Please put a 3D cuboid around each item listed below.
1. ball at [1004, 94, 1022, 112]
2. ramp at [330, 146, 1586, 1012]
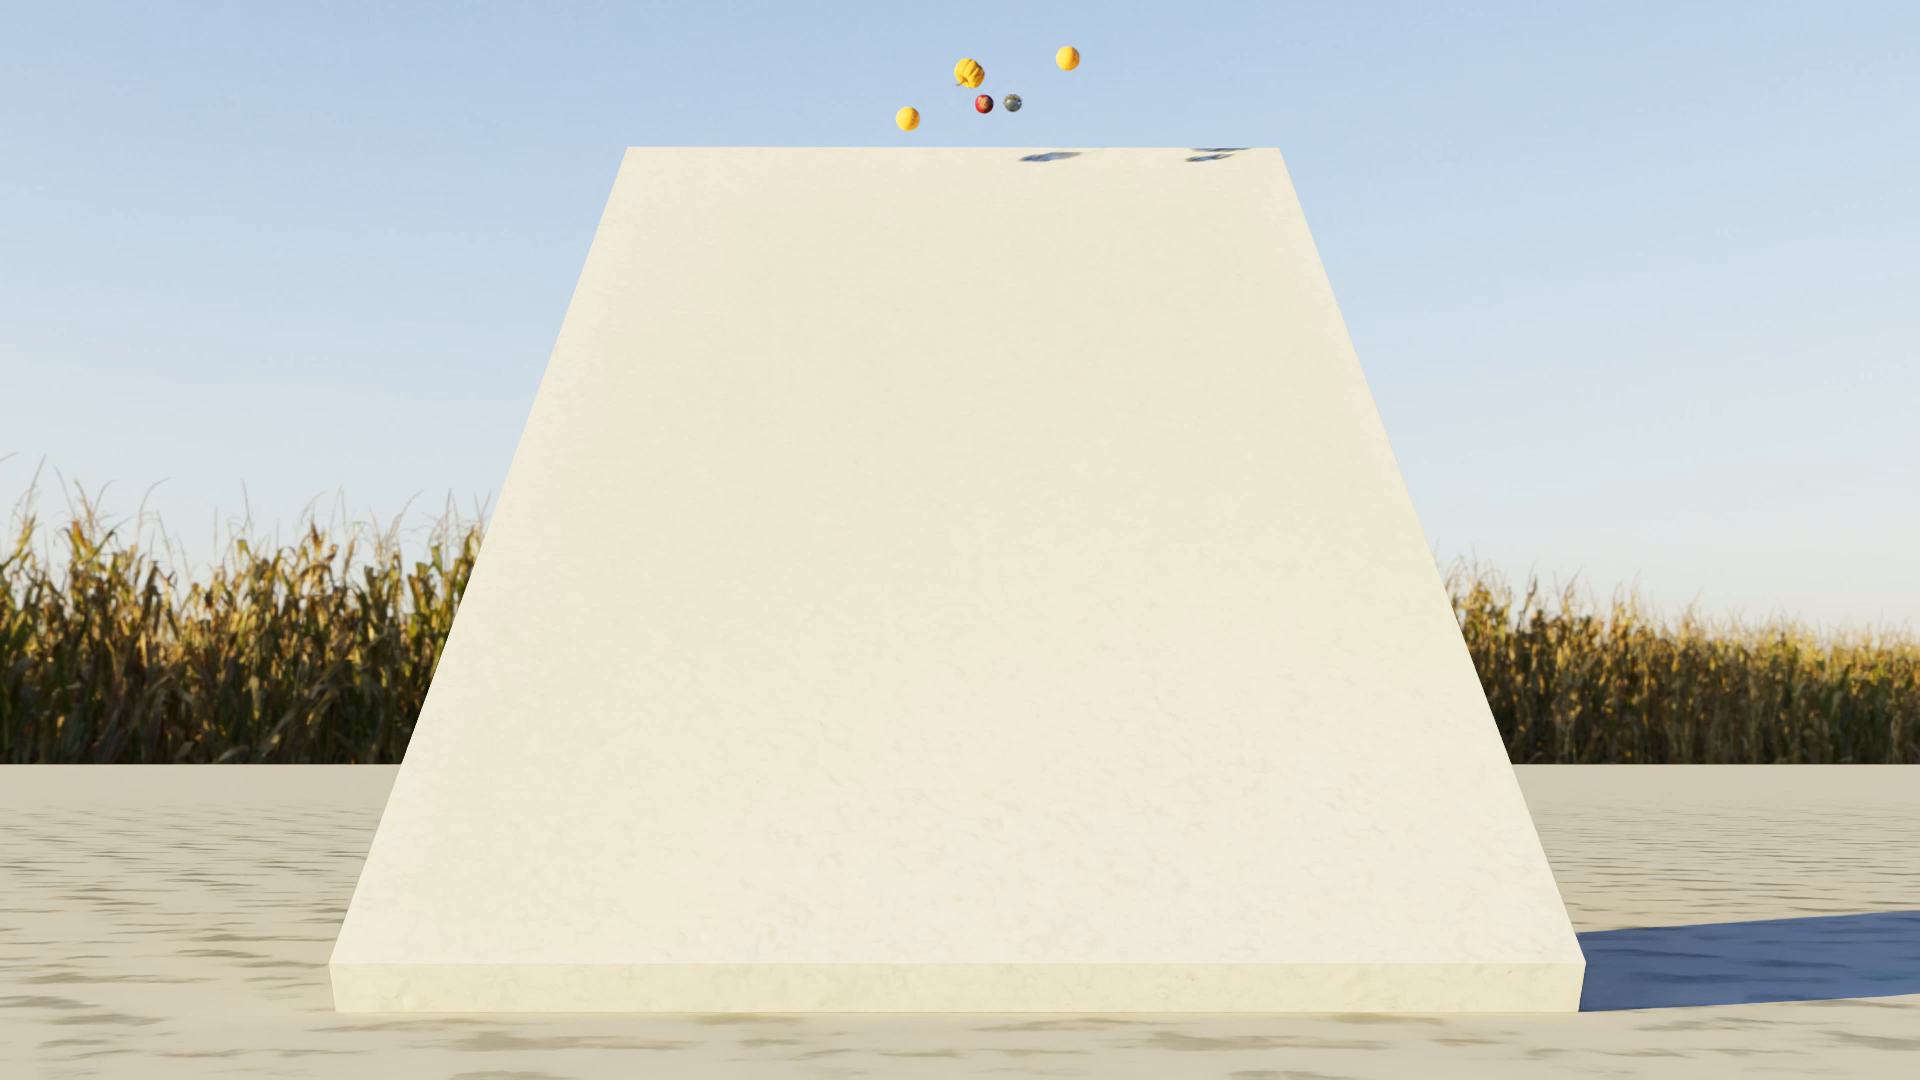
[{"bbox_3d":[0.155,-1.272,6.945,0.054,0.054,0.054,0,-5,0],"label":"ball"},{"bbox_3d":[-0.011,-0.222,5.586,2.000,0.100,4.000,0,28,0],"label":"ramp"}]
